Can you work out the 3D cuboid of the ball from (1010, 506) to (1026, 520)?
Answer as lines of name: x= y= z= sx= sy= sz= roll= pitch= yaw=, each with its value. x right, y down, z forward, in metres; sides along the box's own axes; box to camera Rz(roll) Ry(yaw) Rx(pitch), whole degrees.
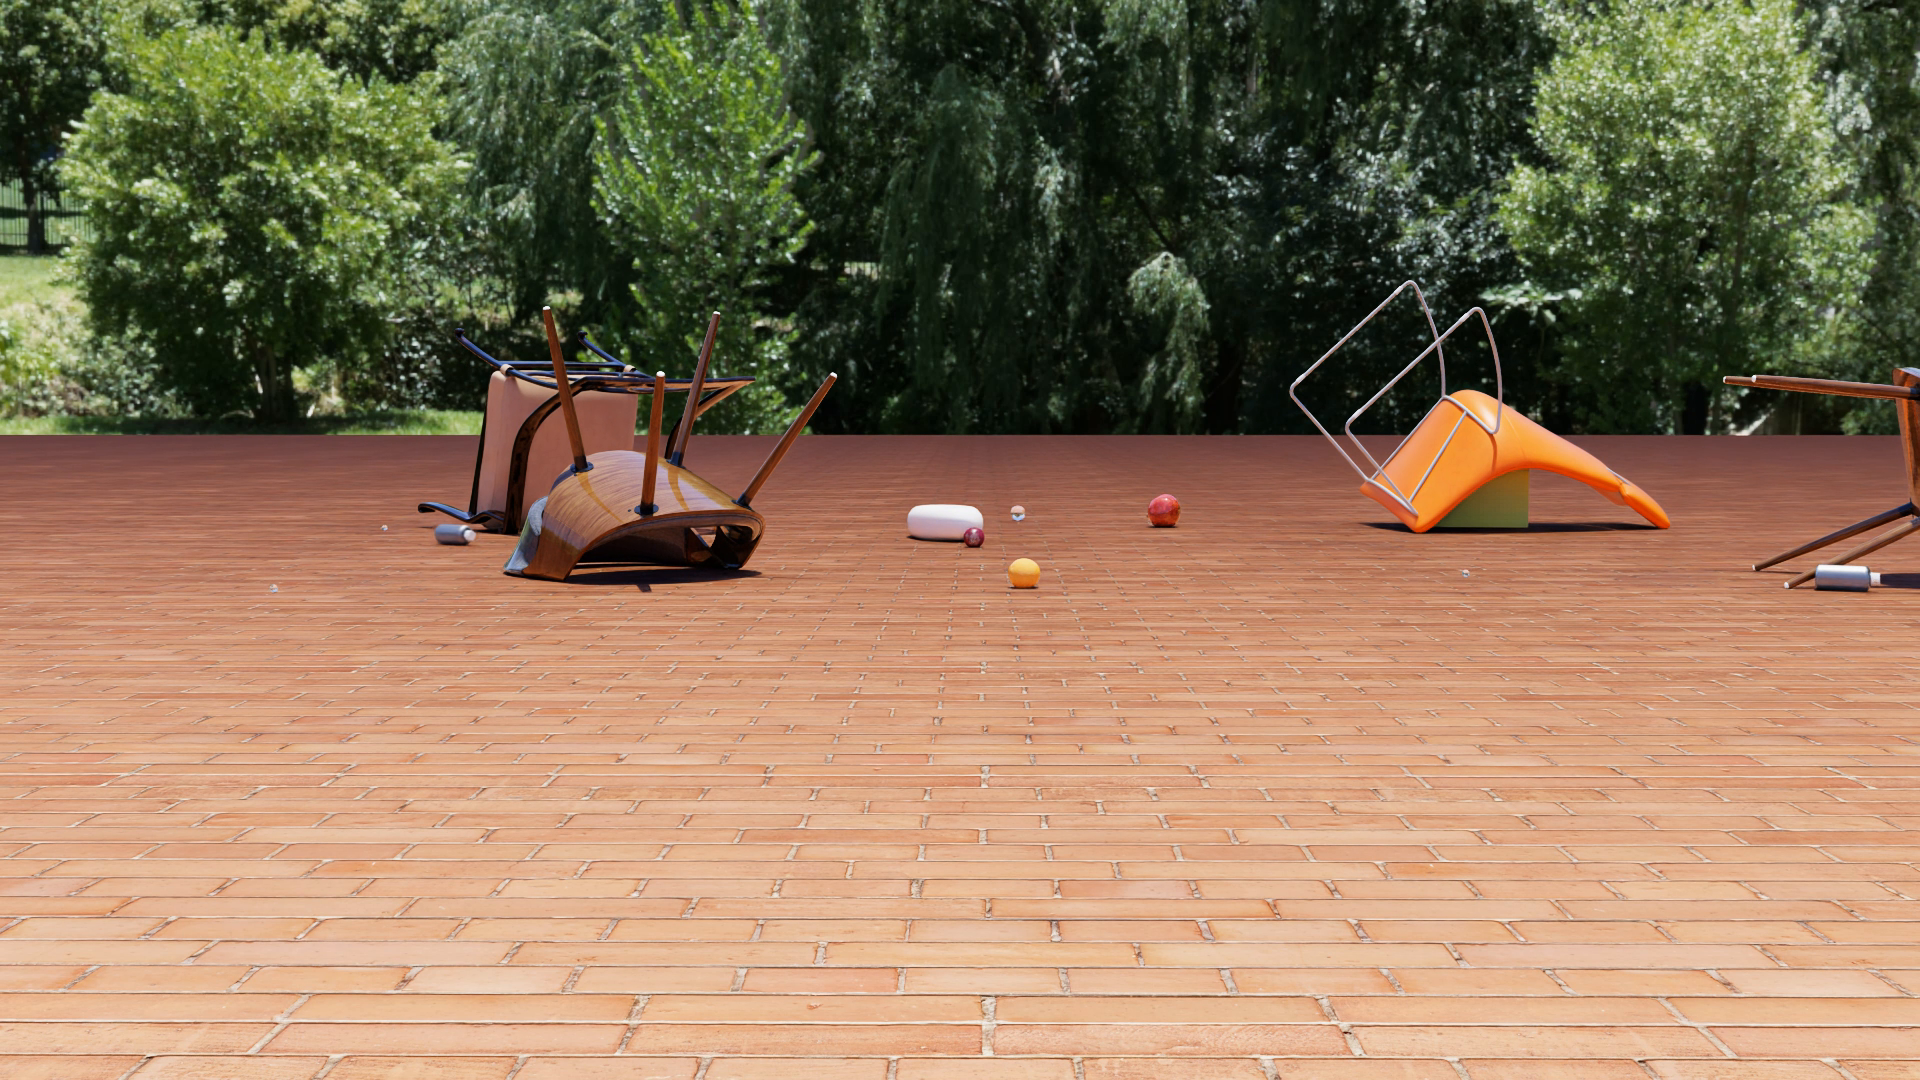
ball: x=0.198 y=-0.092 z=7.508 sx=0.052 sy=0.052 sz=0.052 roll=0 pitch=4 yaw=0

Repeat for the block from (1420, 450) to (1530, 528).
block: x=1.700 y=-0.171 z=7.280 sx=0.322 sy=0.240 sz=0.268 roll=0 pitch=4 yaw=7

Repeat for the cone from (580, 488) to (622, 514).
cone: x=-1.327 y=-0.120 z=7.979 sx=0.166 sy=0.092 sz=0.128 roll=2 pitch=24 yaw=12

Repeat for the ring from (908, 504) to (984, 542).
ring: x=-0.046 y=-0.052 z=6.600 sx=0.194 sy=0.097 sz=0.383 roll=-3 pitch=4 yaw=-22

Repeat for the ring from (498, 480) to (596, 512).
ring: x=-1.527 y=-0.165 z=8.166 sx=0.383 sy=0.109 sz=0.317 roll=-3 pitch=6 yaw=-29
